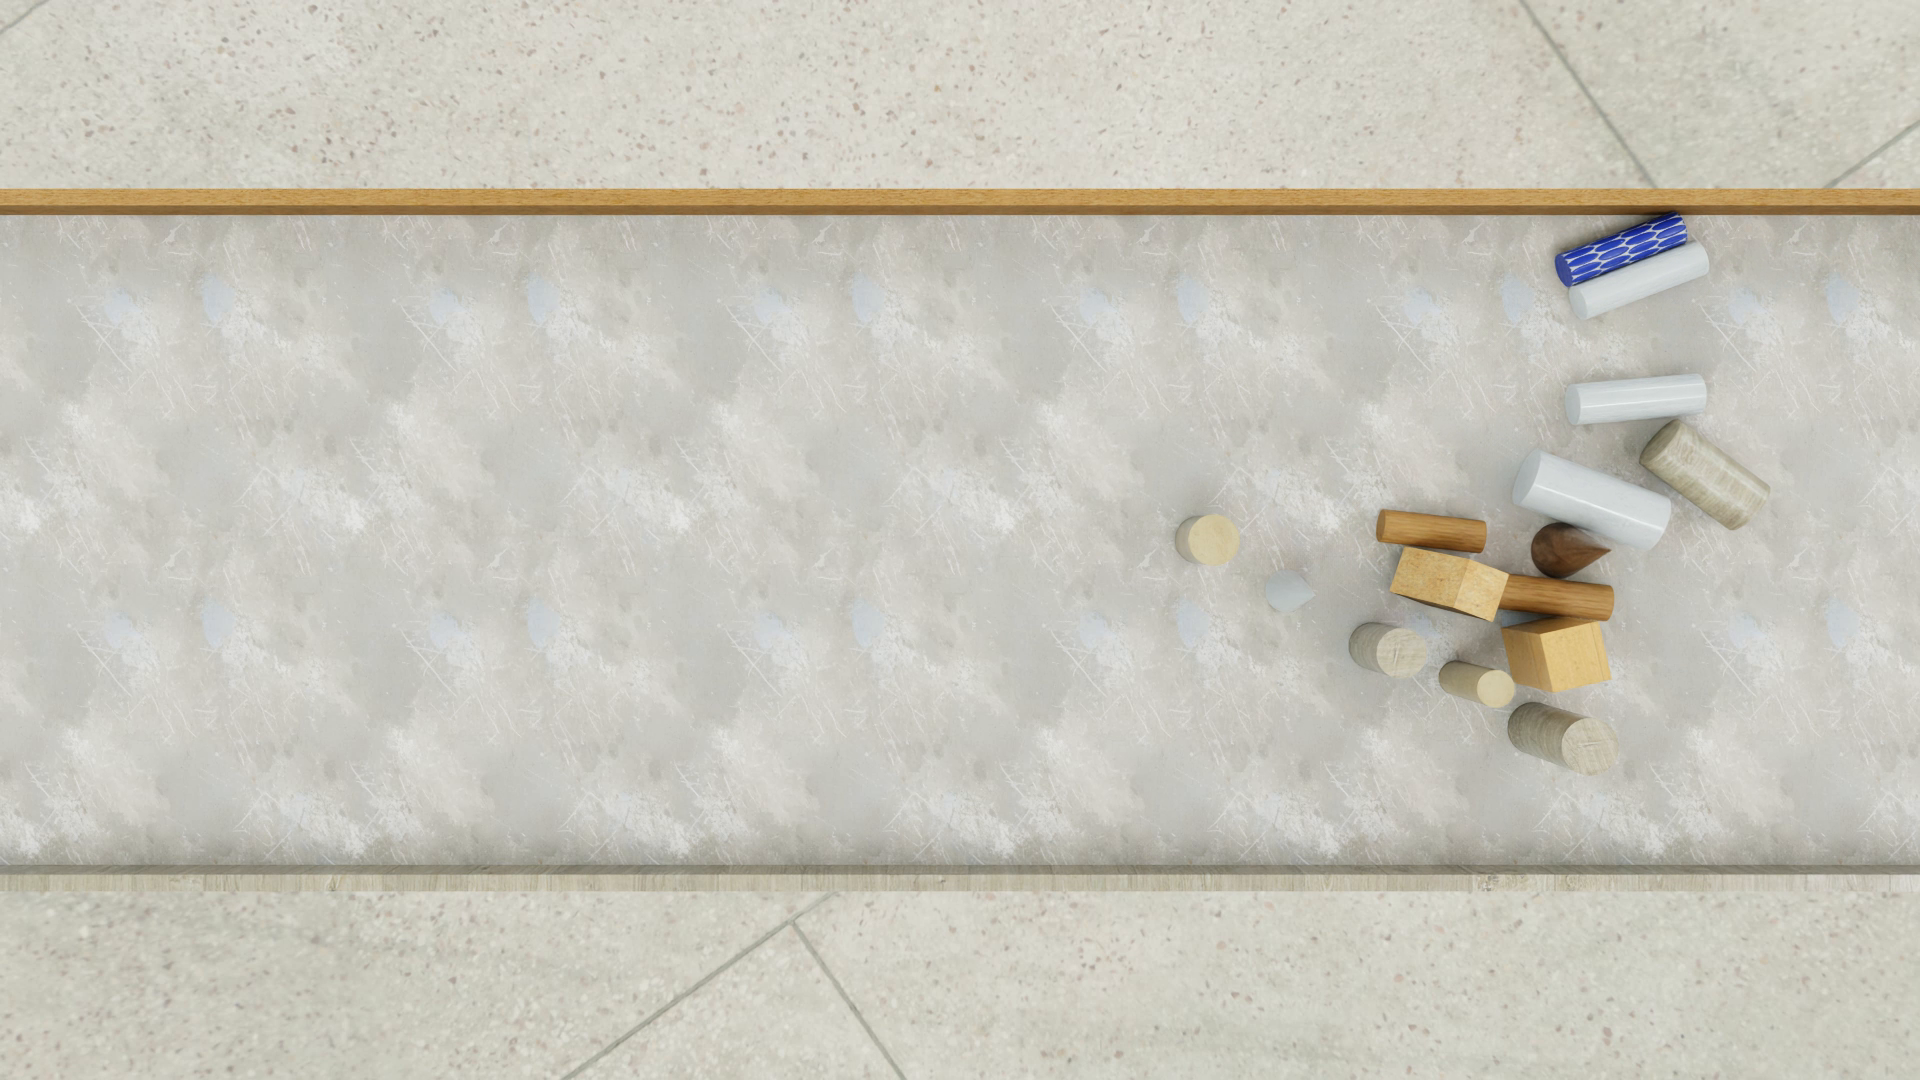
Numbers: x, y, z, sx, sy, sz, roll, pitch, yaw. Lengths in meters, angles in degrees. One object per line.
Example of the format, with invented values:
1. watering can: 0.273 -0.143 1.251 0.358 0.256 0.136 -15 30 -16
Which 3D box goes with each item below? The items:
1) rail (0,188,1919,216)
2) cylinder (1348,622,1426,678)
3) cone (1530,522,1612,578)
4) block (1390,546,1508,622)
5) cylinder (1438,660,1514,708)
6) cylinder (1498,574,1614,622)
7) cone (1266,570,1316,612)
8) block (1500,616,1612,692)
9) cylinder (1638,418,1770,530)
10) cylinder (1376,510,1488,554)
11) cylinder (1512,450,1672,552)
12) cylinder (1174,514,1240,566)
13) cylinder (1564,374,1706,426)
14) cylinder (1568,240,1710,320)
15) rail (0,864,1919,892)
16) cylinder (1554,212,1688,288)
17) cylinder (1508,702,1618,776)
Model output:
1. rail: -2.247 -1.025 5.002 12.000 0.150 0.050 0 90 0
2. cylinder: 1.269 0.326 4.906 0.146 0.340 0.146 0 90 0
3. cone: 1.837 0.030 4.850 0.173 0.449 0.173 0 89 2
4. block: 1.449 0.128 4.902 0.146 0.318 0.146 19 90 -21
5. cylinder: 1.527 0.424 4.887 0.108 0.379 0.108 0 90 0
6. cylinder: 1.790 0.172 5.021 0.361 0.112 0.112 7 90 0
7. cone: 1.006 0.156 4.868 0.132 0.417 0.132 0 90 0
8. block: 1.767 0.336 4.904 0.172 0.346 0.172 -13 90 0
9. cylinder: 2.251 -0.198 4.990 0.336 0.173 0.173 36 90 0
10. cylinder: 1.436 -0.027 5.026 0.309 0.101 0.101 7 90 0
11. cylinder: 1.907 -0.120 4.987 0.414 0.179 0.179 20 90 0
12. cylinder: 0.736 0.000 4.925 0.149 0.302 0.149 0 90 0
13. cylinder: 2.052 -0.428 5.014 0.380 0.126 0.126 -5 90 0
14. cylinder: 2.066 -0.790 5.021 0.392 0.111 0.111 -21 90 0
15. rail: -2.247 1.025 5.001 12.000 0.150 0.050 0 90 0
16. cylinder: 2.012 -0.886 5.024 0.372 0.105 0.105 -21 90 0
17. cylinder: 1.765 0.579 4.848 0.162 0.457 0.162 0 90 0
